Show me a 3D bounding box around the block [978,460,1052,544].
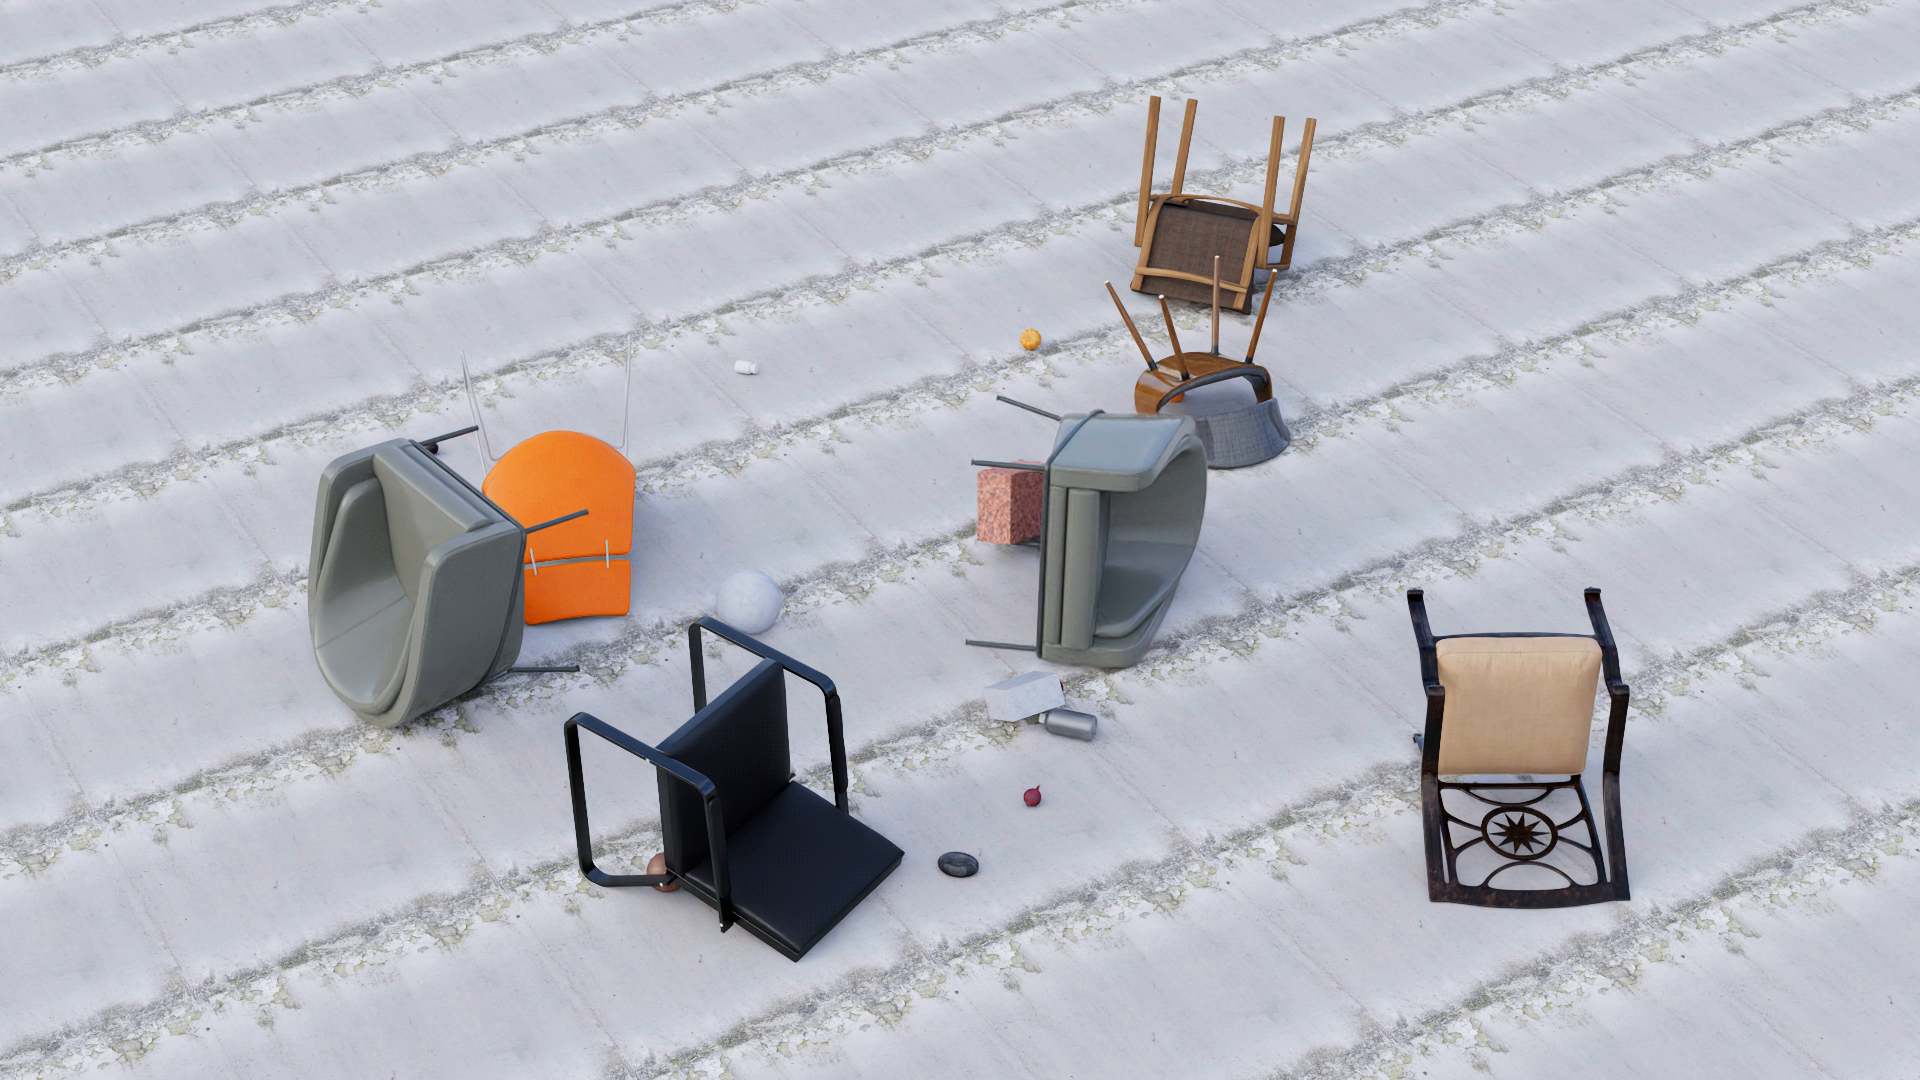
[{"bbox_3d":[0.203,-0.141,10.830,0.142,0.258,0.301,7,14,31],"label":"block"}]

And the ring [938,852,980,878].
[{"bbox_3d":[-0.005,1.034,9.336,0.136,0.044,0.099,9,33,16],"label":"ring"}]

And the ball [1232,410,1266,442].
[{"bbox_3d":[1.134,-0.446,11.504,0.129,0.129,0.129,0,33,0],"label":"ball"}]

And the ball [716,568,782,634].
[{"bbox_3d":[-0.749,0.218,10.398,0.236,0.236,0.236,0,33,0],"label":"ball"}]

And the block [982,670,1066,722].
[{"bbox_3d":[0.217,0.530,9.974,0.205,0.110,0.177,-17,8,-24],"label":"block"}]
